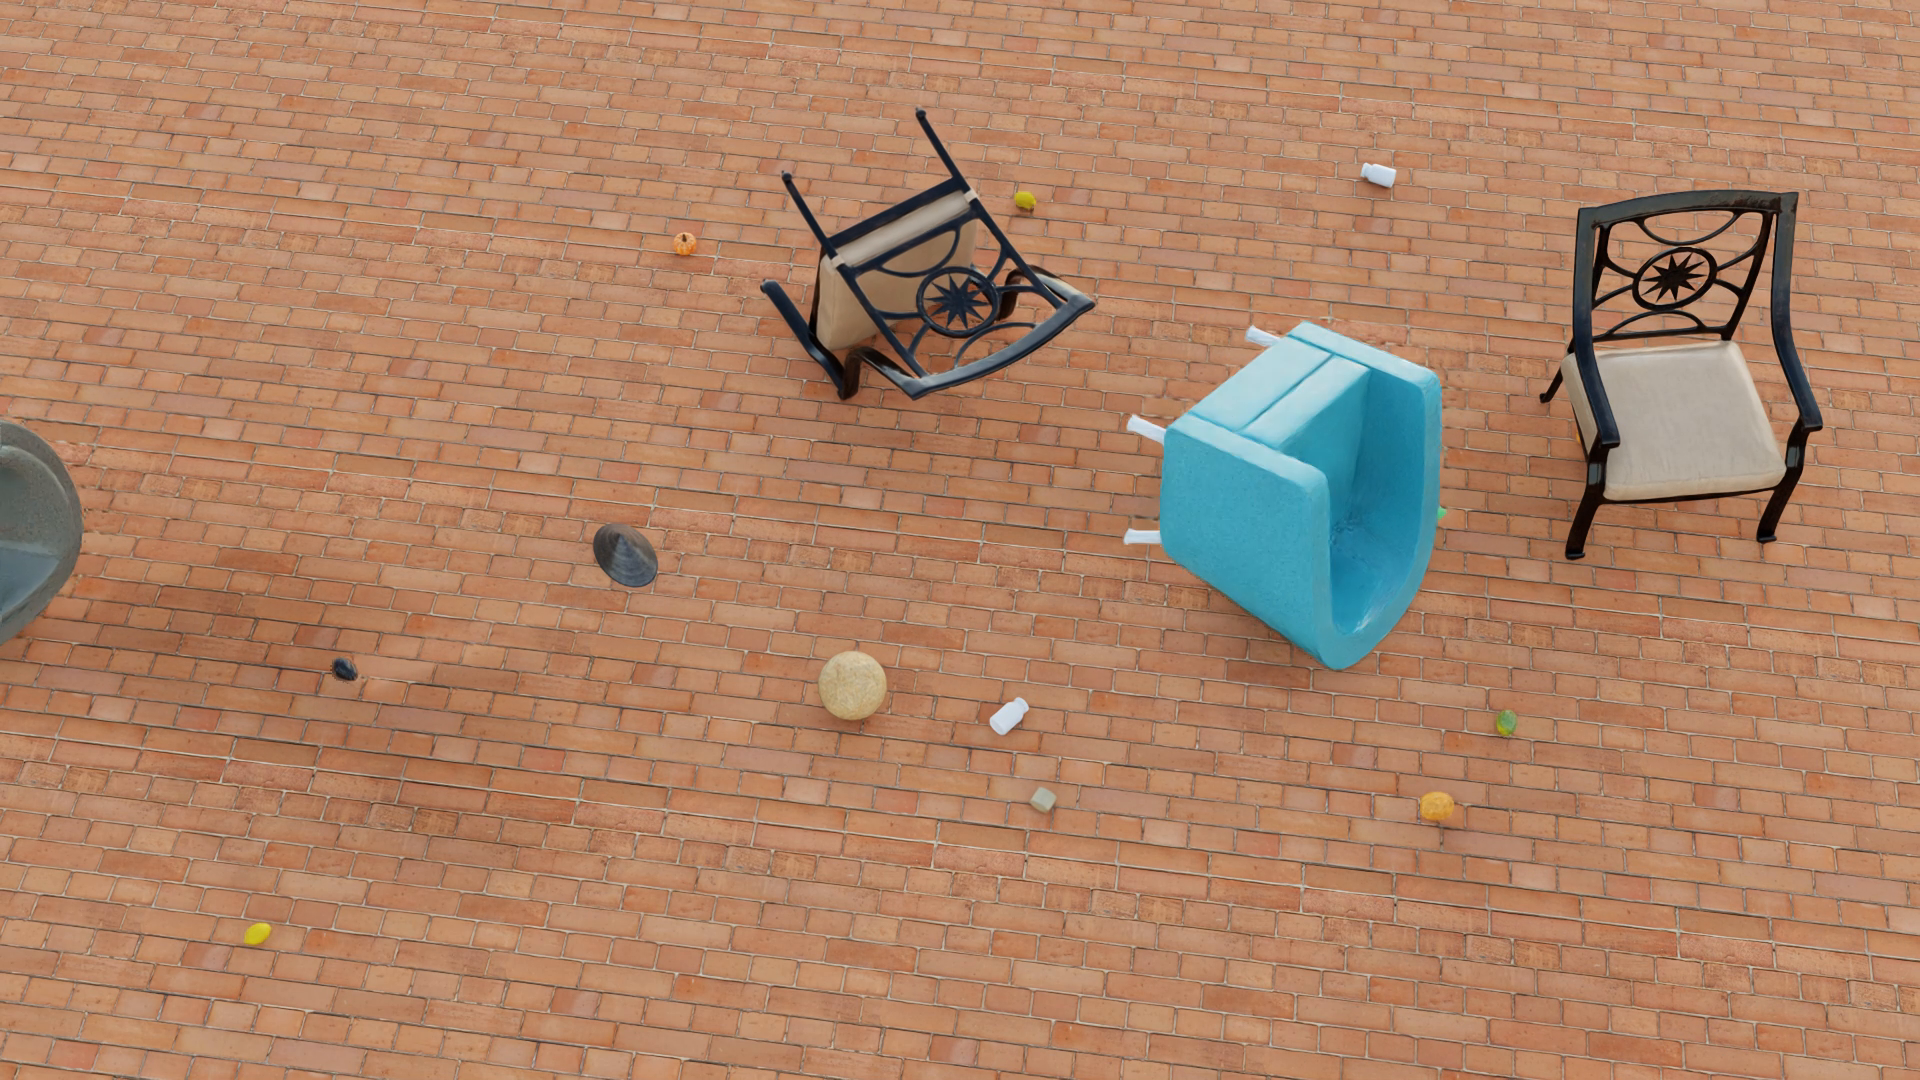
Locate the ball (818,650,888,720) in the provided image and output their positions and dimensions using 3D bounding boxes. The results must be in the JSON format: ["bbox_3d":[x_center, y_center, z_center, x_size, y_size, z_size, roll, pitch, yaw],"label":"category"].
[{"bbox_3d":[-0.302,0.410,6.181,0.196,0.196,0.196,0,56,0],"label":"ball"}]

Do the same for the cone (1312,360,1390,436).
[{"bbox_3d":[1.164,-0.403,6.799,0.234,0.158,0.238,-46,60,-5],"label":"cone"}]

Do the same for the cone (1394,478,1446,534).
[{"bbox_3d":[1.346,-0.120,6.545,0.181,0.112,0.098,49,23,-4],"label":"cone"}]

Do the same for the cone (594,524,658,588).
[{"bbox_3d":[-0.996,0.013,6.497,0.164,0.114,0.258,-31,61,-19],"label":"cone"}]
